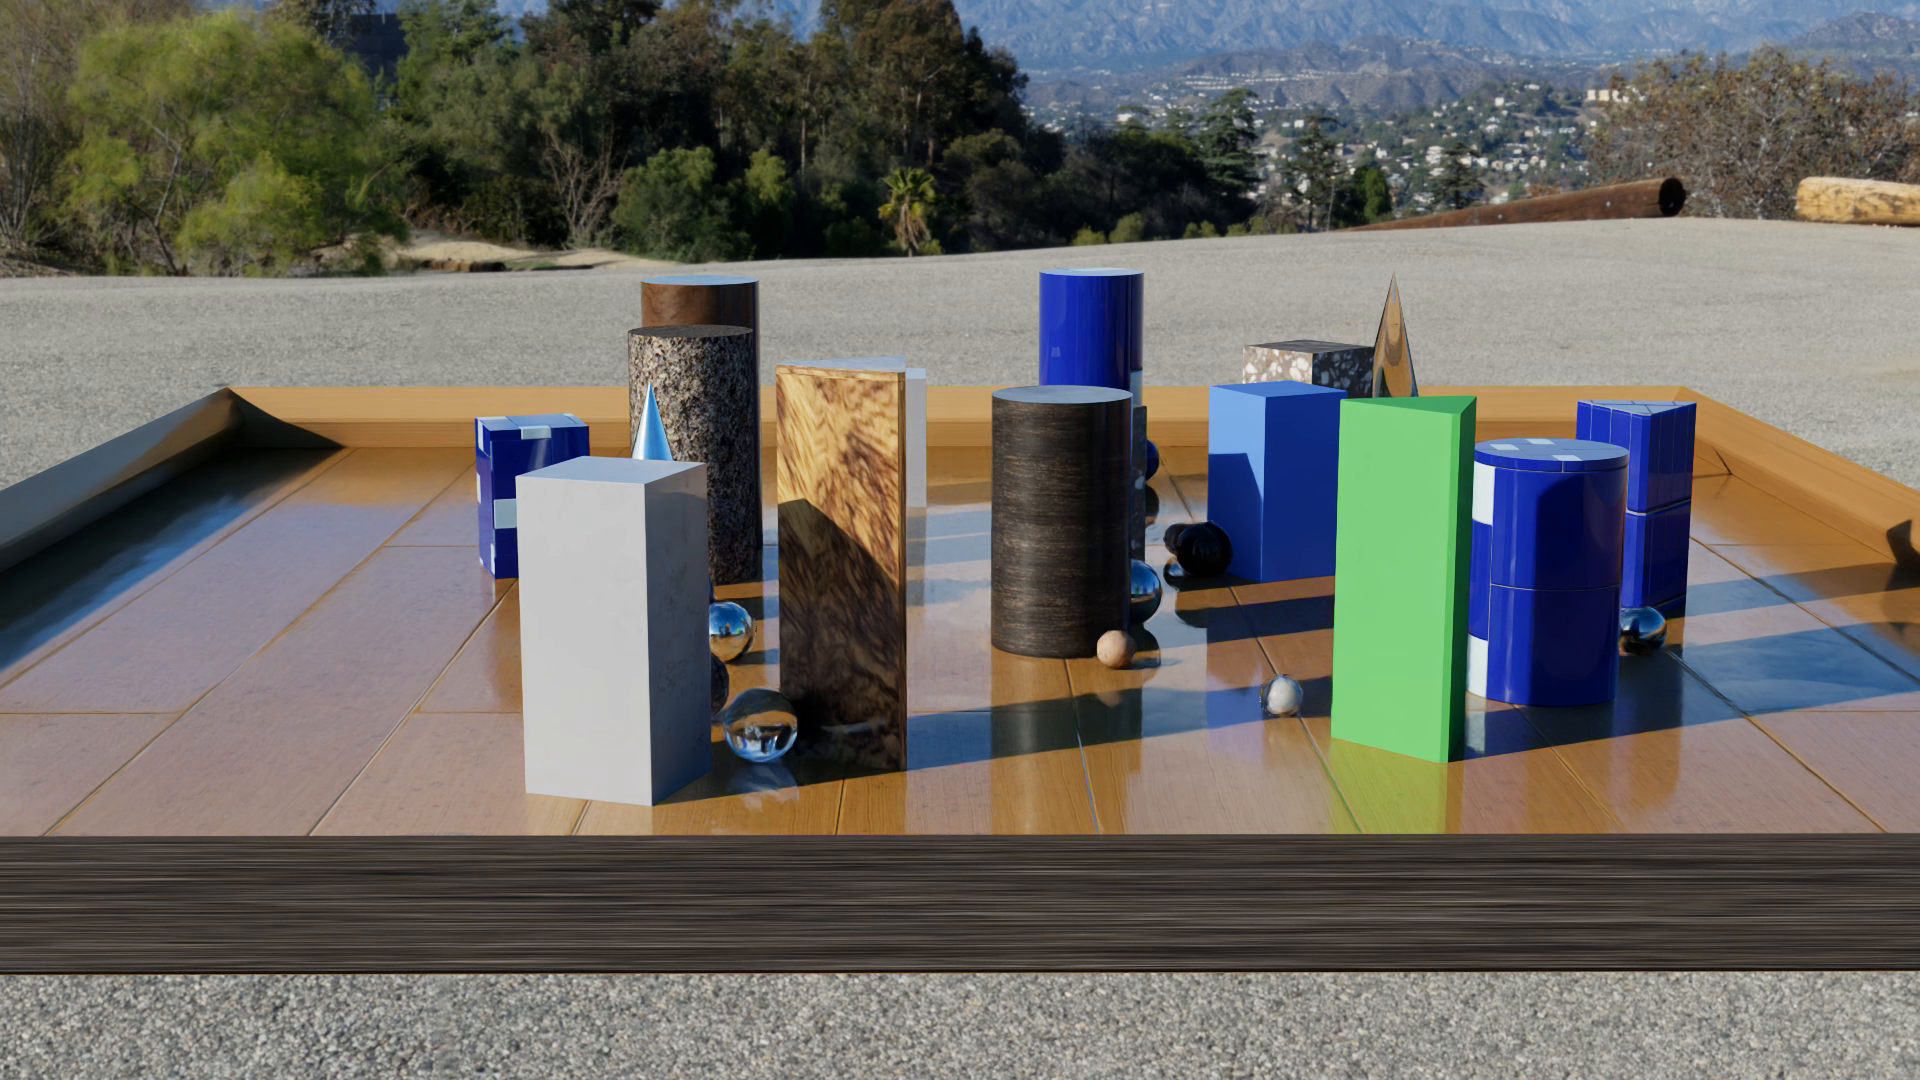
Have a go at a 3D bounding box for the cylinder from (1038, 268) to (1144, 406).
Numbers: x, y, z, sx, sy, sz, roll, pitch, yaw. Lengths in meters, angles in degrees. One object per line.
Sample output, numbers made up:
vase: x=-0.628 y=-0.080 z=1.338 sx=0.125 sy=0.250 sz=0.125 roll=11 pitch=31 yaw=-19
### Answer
cylinder: x=0.219 y=-0.263 z=4.306 sx=0.175 sy=0.374 sz=0.175 roll=0 pitch=11 yaw=0

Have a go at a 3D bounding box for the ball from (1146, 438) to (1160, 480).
ball: x=0.305 y=-0.140 z=4.439 sx=0.081 sy=0.081 sz=0.081 roll=0 pitch=11 yaw=0

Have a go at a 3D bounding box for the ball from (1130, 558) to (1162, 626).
ball: x=0.219 y=0.067 z=3.324 sx=0.087 sy=0.087 sz=0.087 roll=0 pitch=11 yaw=0

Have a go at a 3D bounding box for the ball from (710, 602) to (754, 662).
ball: x=-0.288 y=0.112 z=3.121 sx=0.075 sy=0.075 sz=0.075 roll=0 pitch=11 yaw=0

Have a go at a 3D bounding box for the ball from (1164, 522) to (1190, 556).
ball: x=0.326 y=-0.001 z=3.788 sx=0.050 sy=0.050 sz=0.050 roll=0 pitch=11 yaw=0

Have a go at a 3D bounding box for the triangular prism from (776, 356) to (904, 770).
triangular prism: x=-0.093 y=0.018 z=2.707 sx=0.151 sy=0.414 sz=0.131 roll=6 pitch=12 yaw=28

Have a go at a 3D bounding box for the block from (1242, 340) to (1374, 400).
block: x=0.532 y=-0.153 z=3.945 sx=0.140 sy=0.291 sz=0.140 roll=-9 pitch=14 yaw=-40

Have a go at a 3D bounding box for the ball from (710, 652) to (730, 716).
ball: x=-0.296 y=0.161 z=2.840 sx=0.083 sy=0.083 sz=0.083 roll=0 pitch=11 yaw=0

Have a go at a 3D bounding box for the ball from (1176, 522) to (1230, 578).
ball: x=0.344 y=0.014 z=3.633 sx=0.078 sy=0.078 sz=0.078 roll=0 pitch=11 yaw=0

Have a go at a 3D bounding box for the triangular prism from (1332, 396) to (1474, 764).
triangular prism: x=0.503 y=0.034 z=2.744 sx=0.131 sy=0.368 sz=0.151 roll=-10 pitch=14 yaw=-41

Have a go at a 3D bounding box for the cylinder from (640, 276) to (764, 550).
cylinder: x=-0.384 y=-0.187 z=3.828 sx=0.175 sy=0.401 sz=0.175 roll=0 pitch=11 yaw=0

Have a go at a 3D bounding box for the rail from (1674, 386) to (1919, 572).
rail: x=1.349 y=0.028 z=3.458 sx=0.045 sy=0.114 sz=2.840 roll=0 pitch=11 yaw=0

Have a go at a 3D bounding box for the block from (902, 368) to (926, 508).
block: x=-0.126 y=-0.171 z=4.250 sx=0.140 sy=0.212 sz=0.140 roll=0 pitch=11 yaw=-1

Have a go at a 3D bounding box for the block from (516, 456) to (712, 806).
block: x=-0.346 y=0.088 z=2.584 sx=0.140 sy=0.322 sz=0.140 roll=4 pitch=11 yaw=19

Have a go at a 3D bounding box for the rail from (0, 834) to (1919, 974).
rail: x=0.008 y=0.288 z=2.078 sx=2.745 sy=0.114 sz=0.045 roll=0 pitch=11 yaw=0

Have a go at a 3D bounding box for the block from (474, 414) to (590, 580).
block: x=-0.613 y=-0.065 z=3.690 sx=0.140 sy=0.212 sz=0.140 roll=-4 pitch=11 yaw=-19

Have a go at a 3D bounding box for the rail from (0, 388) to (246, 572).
rail: x=-1.349 y=0.031 z=3.443 sx=0.045 sy=0.114 sz=2.840 roll=0 pitch=11 yaw=0

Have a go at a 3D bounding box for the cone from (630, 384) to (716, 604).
cone: x=-0.400 y=-0.052 z=3.343 sx=0.175 sy=0.314 sz=0.175 roll=0 pitch=11 yaw=0

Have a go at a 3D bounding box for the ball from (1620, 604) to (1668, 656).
ball: x=0.836 y=0.112 z=3.152 sx=0.064 sy=0.064 sz=0.064 roll=0 pitch=11 yaw=0

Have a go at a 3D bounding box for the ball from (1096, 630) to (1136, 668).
ball: x=0.188 y=0.131 z=3.094 sx=0.047 sy=0.047 sz=0.047 roll=0 pitch=11 yaw=0

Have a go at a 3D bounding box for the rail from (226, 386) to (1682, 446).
rail: x=-0.008 y=-0.229 z=4.822 sx=2.745 sy=0.114 sz=0.045 roll=0 pitch=11 yaw=0

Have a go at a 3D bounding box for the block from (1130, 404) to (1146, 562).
block: x=0.157 y=-0.058 z=3.535 sx=0.140 sy=0.255 sz=0.140 roll=10 pitch=15 yaw=44

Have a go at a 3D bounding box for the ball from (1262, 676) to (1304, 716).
ball: x=0.360 y=0.175 z=2.866 sx=0.046 sy=0.046 sz=0.046 roll=0 pitch=11 yaw=0

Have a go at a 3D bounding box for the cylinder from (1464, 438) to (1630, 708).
cylinder: x=0.678 y=0.035 z=2.970 sx=0.175 sy=0.283 sz=0.175 roll=0 pitch=11 yaw=0

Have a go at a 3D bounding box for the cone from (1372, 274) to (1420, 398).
cone: x=0.700 y=-0.246 z=4.170 sx=0.175 sy=0.389 sz=0.175 roll=0 pitch=11 yaw=0

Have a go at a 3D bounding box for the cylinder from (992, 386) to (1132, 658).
cylinder: x=0.126 y=-0.026 z=3.201 sx=0.175 sy=0.315 sz=0.175 roll=0 pitch=11 yaw=0

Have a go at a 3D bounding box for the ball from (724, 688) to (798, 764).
ball: x=-0.208 y=0.194 z=2.679 sx=0.078 sy=0.078 sz=0.078 roll=0 pitch=11 yaw=0

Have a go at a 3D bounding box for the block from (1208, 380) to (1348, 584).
block: x=0.451 y=-0.086 z=3.663 sx=0.140 sy=0.263 sz=0.140 roll=-6 pitch=12 yaw=-27

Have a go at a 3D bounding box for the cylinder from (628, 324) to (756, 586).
cylinder: x=-0.377 y=-0.122 z=3.622 sx=0.175 sy=0.348 sz=0.175 roll=0 pitch=11 yaw=0

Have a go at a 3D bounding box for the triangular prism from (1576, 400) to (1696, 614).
triangular prism: x=0.878 y=-0.045 z=3.418 sx=0.131 sy=0.274 sz=0.151 roll=9 pitch=14 yaw=38
